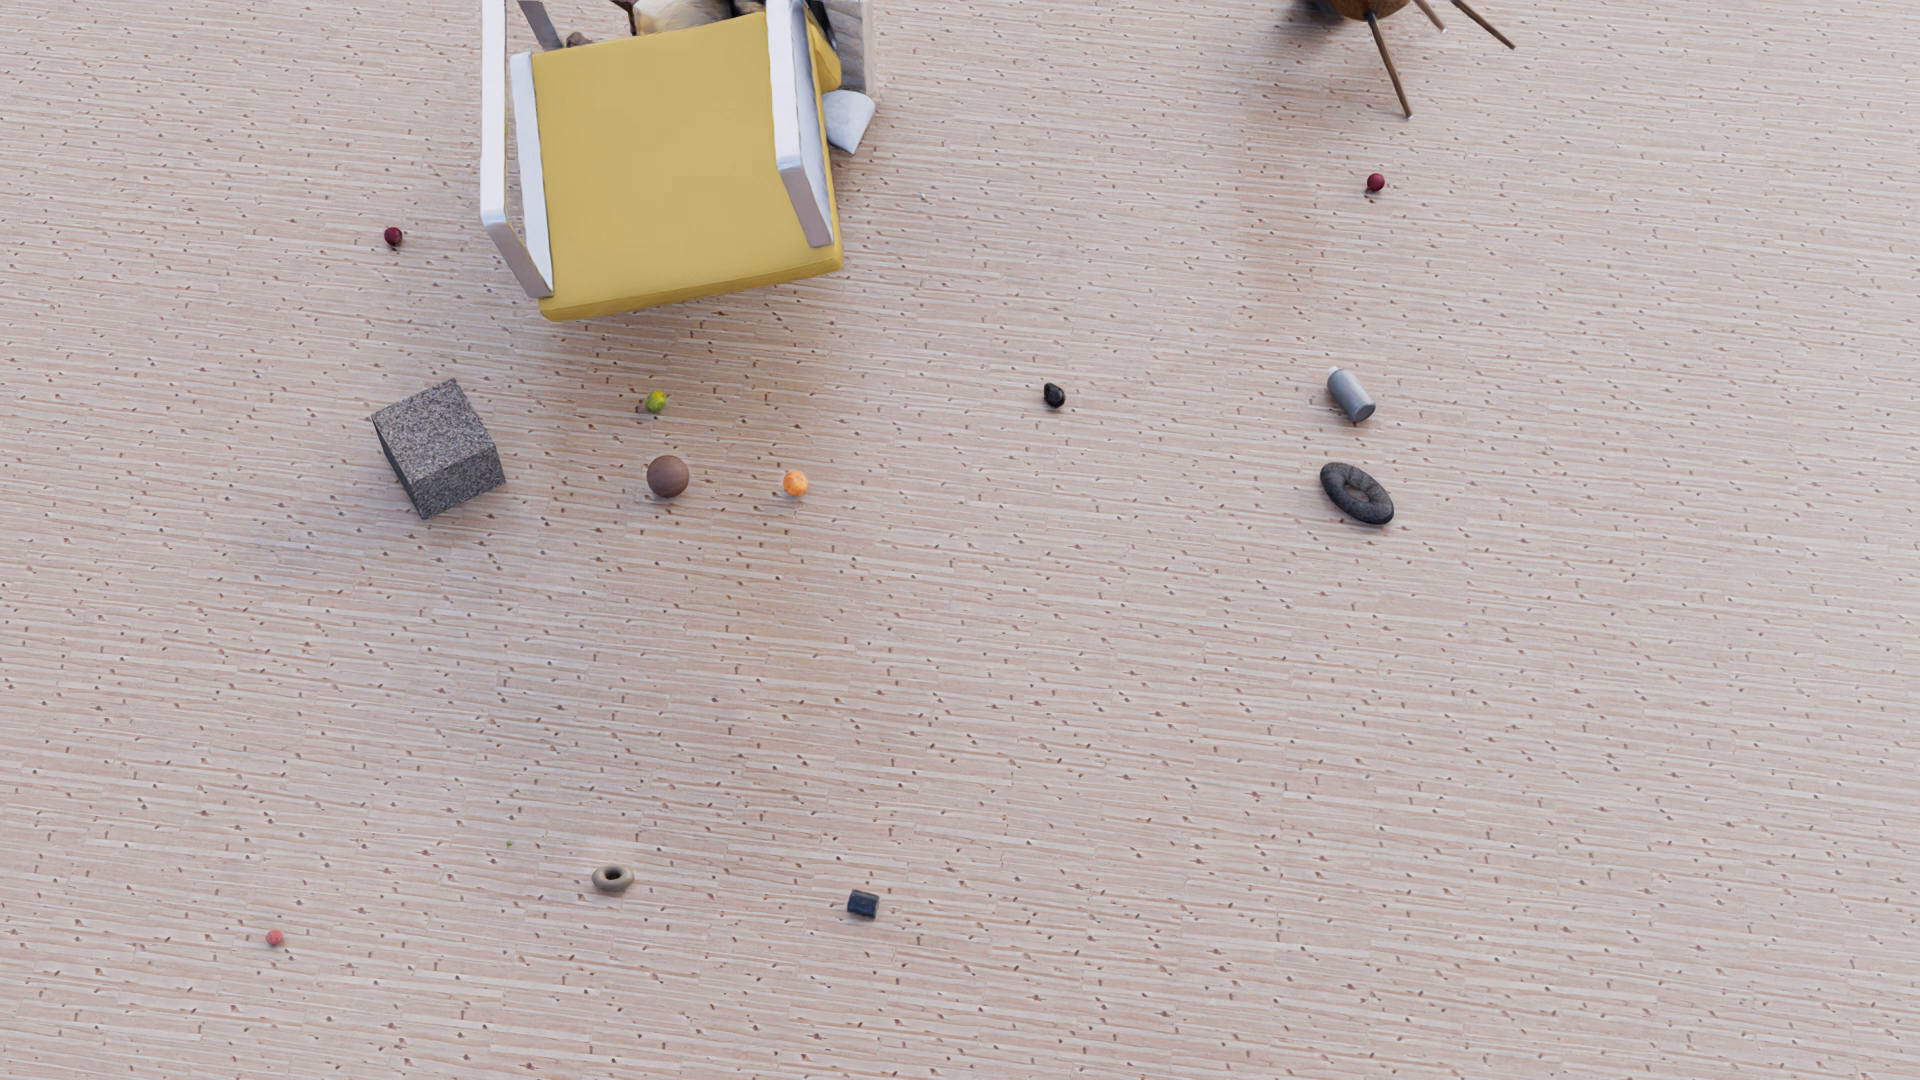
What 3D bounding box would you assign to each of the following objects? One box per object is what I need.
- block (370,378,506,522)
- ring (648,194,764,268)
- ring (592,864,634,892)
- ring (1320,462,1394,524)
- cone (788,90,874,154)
[{"bbox_3d":[-1.574,-0.275,6.642,0.274,0.194,0.298,-27,60,-17],"label":"block"},{"bbox_3d":[-0.831,-1.015,7.212,0.386,0.074,0.305,8,57,5],"label":"ring"},{"bbox_3d":[-0.936,0.911,5.934,0.114,0.048,0.071,-2,54,-3],"label":"ring"},{"bbox_3d":[1.197,-0.141,6.632,0.144,0.062,0.270,-38,63,-21],"label":"ring"},{"bbox_3d":[-0.394,-1.357,7.343,0.303,0.166,0.285,-9,42,-14],"label":"cone"}]
